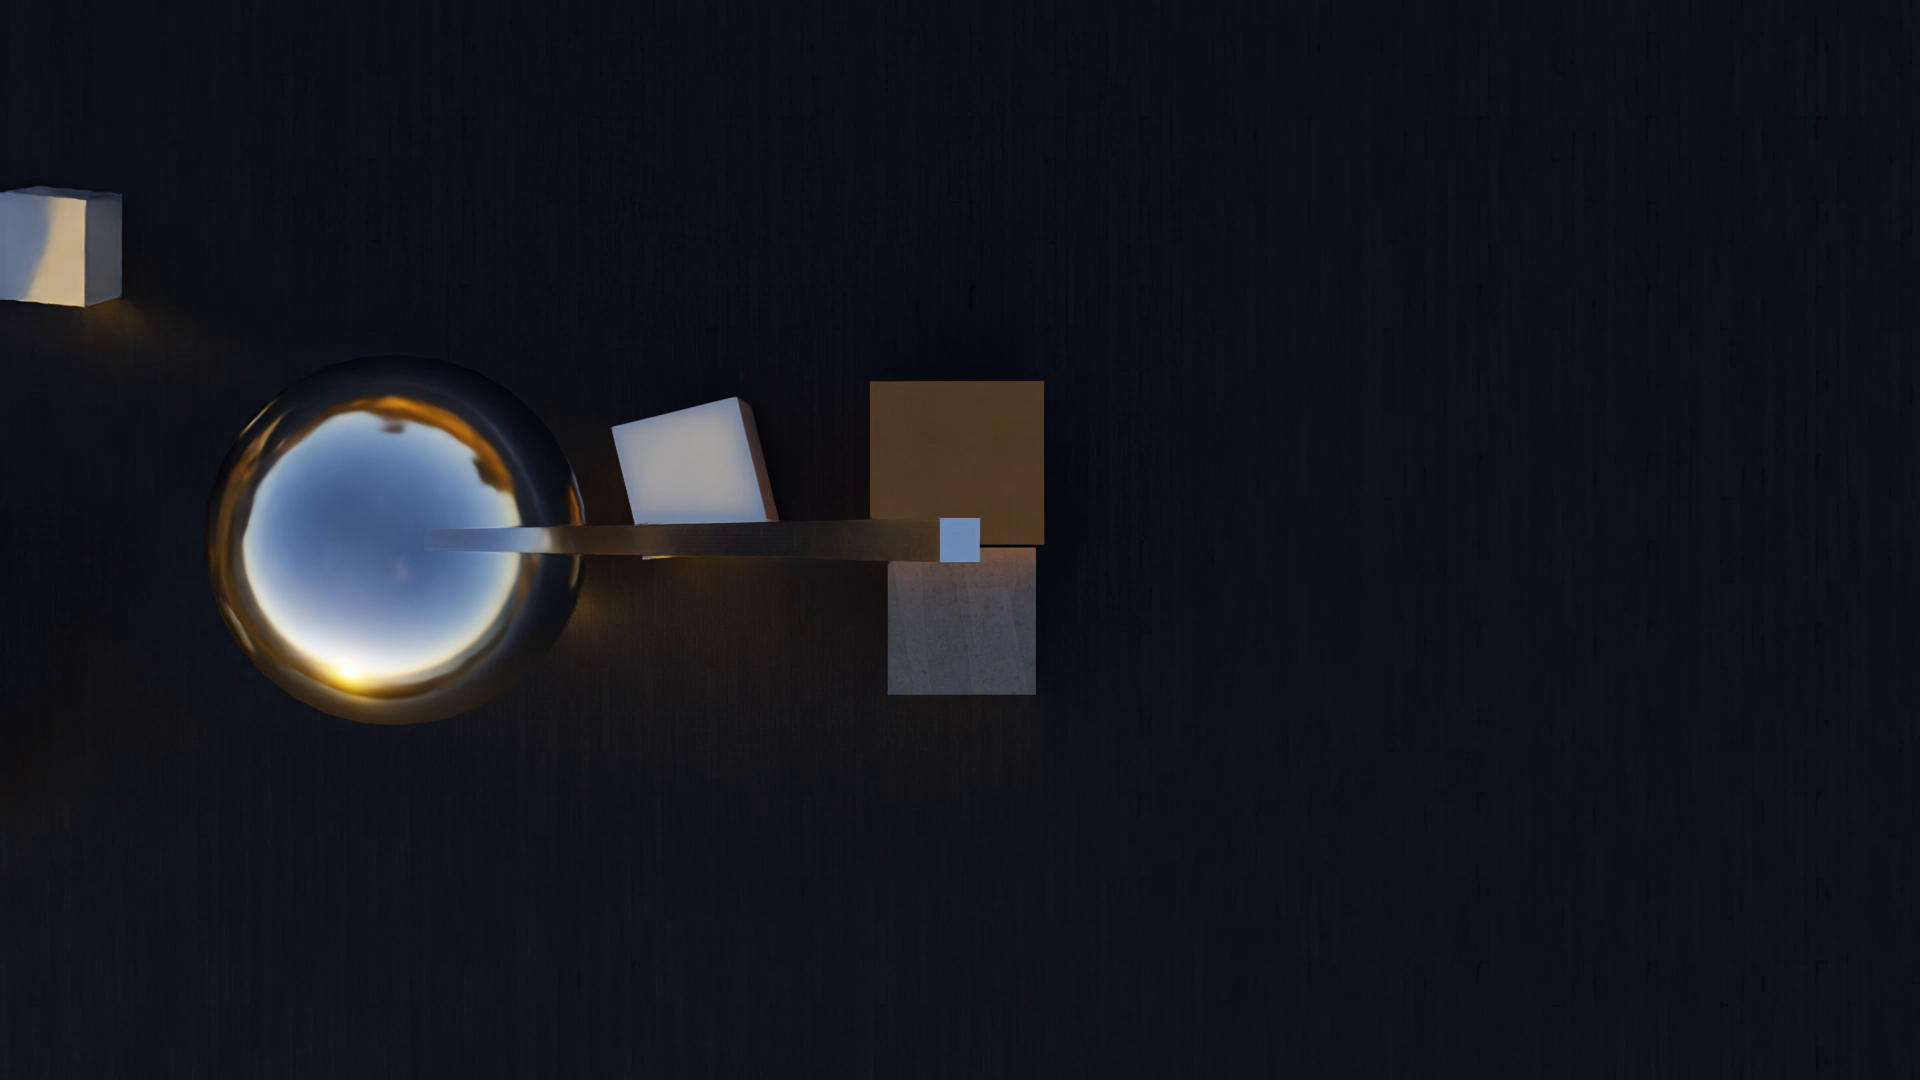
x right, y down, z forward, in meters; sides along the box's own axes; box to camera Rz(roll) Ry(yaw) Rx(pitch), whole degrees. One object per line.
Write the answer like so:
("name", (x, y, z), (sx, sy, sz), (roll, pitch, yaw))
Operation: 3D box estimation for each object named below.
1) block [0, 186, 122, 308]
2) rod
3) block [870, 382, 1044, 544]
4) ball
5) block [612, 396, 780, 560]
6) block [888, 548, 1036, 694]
("block", (-5.178, -1.696, 12.667), (0.493, 0.538, 0.606), (5, 103, 0))
("rod", (-1.048, 0.000, 6.377), (0.080, 5.200, 0.080), (0, 90, -24))
("block", (-0.016, -0.421, 12.509), (0.950, 0.981, 0.893), (0, 90, 0))
("ball", (-2.418, 0.000, 9.489), (1.600, 1.600, 1.600), (0, 90, 0))
("block", (-1.492, -0.344, 12.577), (0.716, 0.845, 0.753), (-14, 90, 0))
("block", (0.010, 0.452, 12.624), (0.824, 0.752, 0.819), (0, 90, 0))
